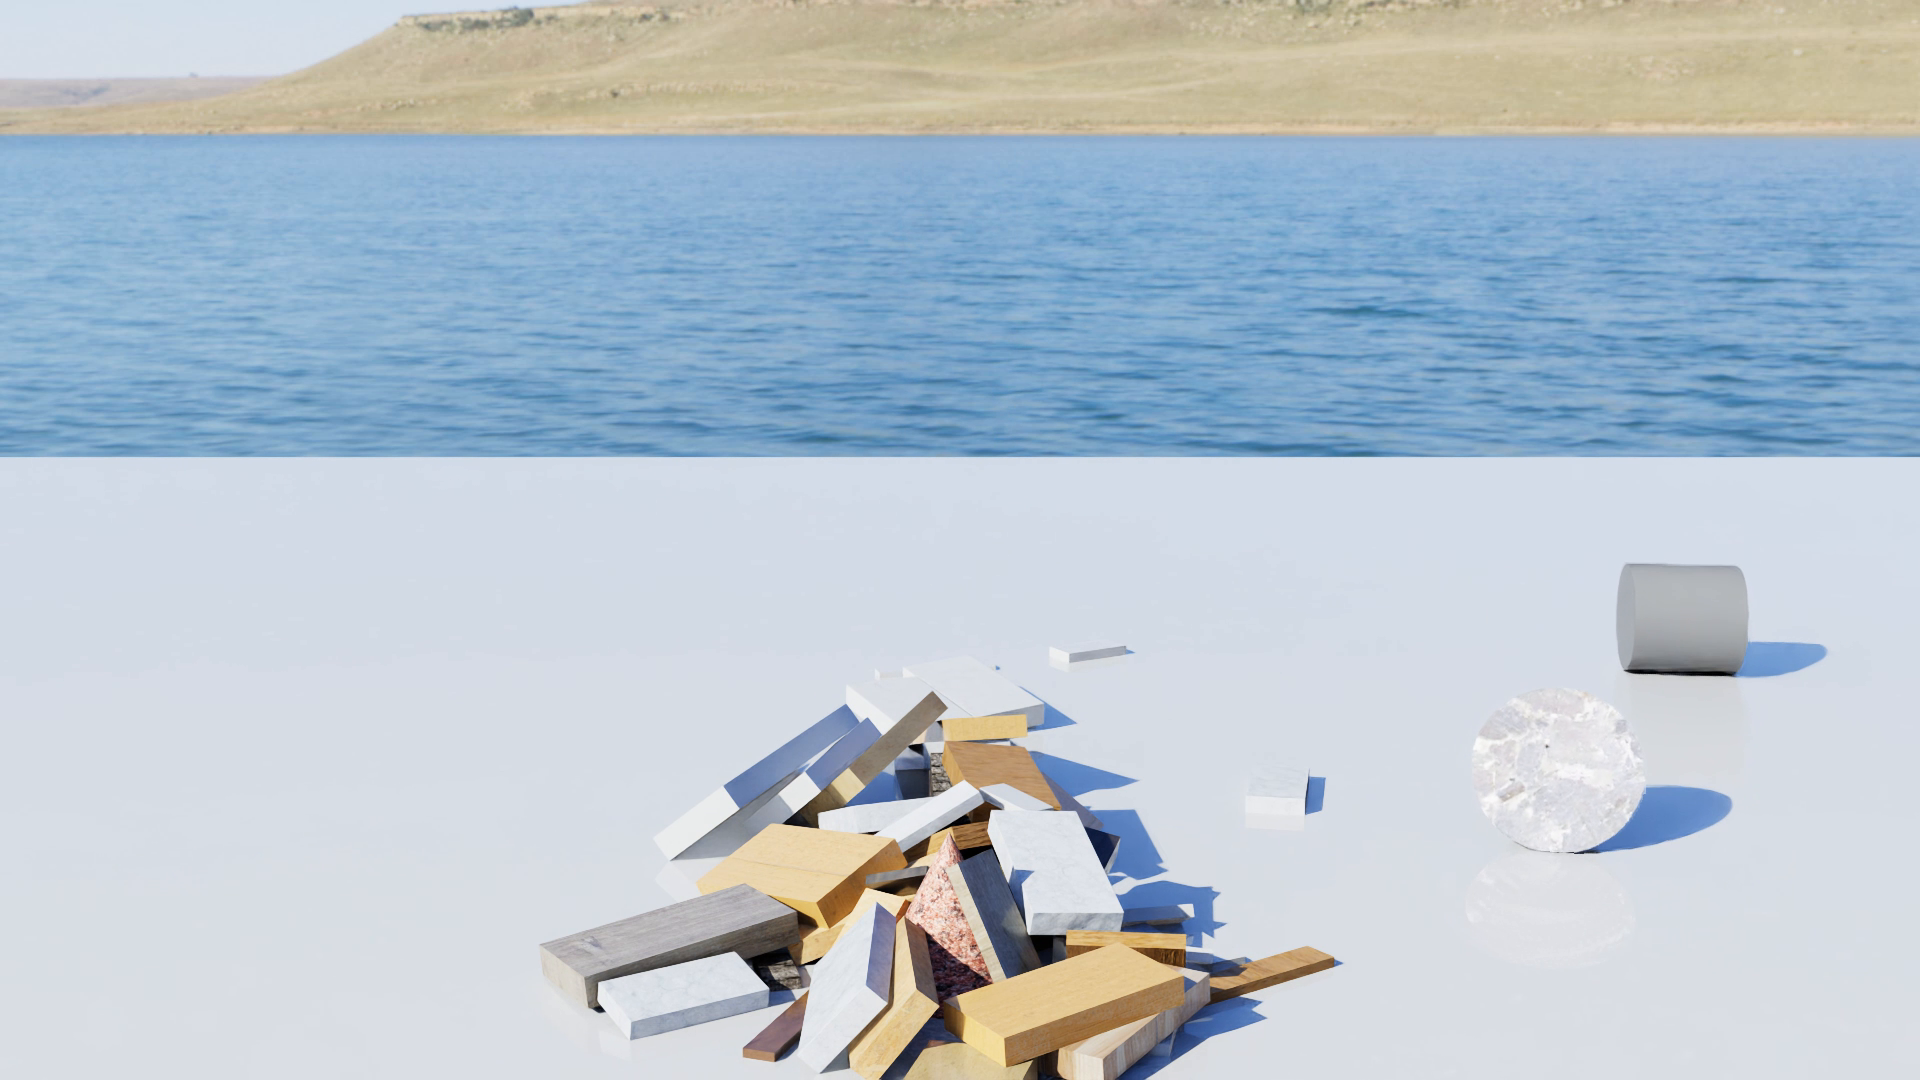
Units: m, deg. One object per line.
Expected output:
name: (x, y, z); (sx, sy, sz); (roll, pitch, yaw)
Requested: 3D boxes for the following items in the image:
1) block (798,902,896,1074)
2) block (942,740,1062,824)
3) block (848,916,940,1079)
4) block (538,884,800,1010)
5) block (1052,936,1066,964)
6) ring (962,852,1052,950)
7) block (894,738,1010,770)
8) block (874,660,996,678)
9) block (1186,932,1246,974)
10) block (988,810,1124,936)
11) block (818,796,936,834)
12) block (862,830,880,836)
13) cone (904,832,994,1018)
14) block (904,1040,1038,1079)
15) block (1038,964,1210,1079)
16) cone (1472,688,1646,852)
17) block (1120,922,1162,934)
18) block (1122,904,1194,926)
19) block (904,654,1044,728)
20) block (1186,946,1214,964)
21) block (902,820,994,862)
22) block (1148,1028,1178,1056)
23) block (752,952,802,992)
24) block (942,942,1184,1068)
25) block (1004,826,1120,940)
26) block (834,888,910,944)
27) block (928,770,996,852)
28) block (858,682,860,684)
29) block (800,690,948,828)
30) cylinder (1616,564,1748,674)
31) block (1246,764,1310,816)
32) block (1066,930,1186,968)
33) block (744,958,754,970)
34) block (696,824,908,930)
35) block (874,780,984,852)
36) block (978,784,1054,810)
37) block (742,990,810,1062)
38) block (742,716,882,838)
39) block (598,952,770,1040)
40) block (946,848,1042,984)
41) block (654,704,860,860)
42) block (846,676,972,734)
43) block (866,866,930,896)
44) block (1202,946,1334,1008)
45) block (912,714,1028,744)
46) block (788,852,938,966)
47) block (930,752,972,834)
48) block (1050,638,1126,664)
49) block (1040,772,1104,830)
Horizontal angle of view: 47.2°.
block: (-0.156, 0.623, 3.086); (0.040, 0.139, 0.279); (41, 11, -9)
block: (0.068, 0.419, 3.780); (0.147, 0.042, 0.293); (6, 13, -12)
block: (-0.098, 0.636, 3.059); (0.040, 0.140, 0.279); (38, 5, -10)
block: (-0.436, 0.607, 3.313); (0.347, 0.049, 0.173); (-12, 13, -31)
block: (0.189, 0.626, 3.342); (0.096, 0.048, 0.014); (0, 8, 0)
ring: (0.051, 0.574, 3.486); (0.300, 0.100, 0.300); (-1, 11, 0)
block: (-0.018, 0.413, 4.235); (0.165, 0.047, 0.330); (-2, -6, -12)
block: (-0.058, 0.304, 5.172); (0.282, 0.013, 0.045); (-3, 11, -15)
block: (0.380, 0.634, 3.384); (0.059, 0.017, 0.119); (-5, 12, -27)
block: (0.143, 0.504, 3.350); (0.139, 0.040, 0.279); (3, 25, -14)
block: (-0.135, 0.480, 3.799); (0.160, 0.045, 0.320); (-5, -8, -15)
block: (-0.138, 0.516, 3.772); (0.116, 0.033, 0.231); (-4, -8, -20)
cone: (-0.016, 0.545, 3.247); (0.242, 0.242, 0.242); (0, 11, 0)
block: (-0.020, 0.736, 2.765); (0.149, 0.042, 0.408); (3, 11, 14)
block: (0.211, 0.665, 3.058); (0.149, 0.042, 0.299); (5, 16, 34)
cone: (1.105, 0.451, 4.052); (0.299, 0.299, 0.299); (3, -16, 18)
block: (0.245, 0.627, 3.416); (0.143, 0.020, 0.072); (-5, 12, -27)
block: (0.292, 0.598, 3.488); (0.143, 0.020, 0.072); (-2, -17, -12)
block: (0.026, 0.335, 4.759); (0.165, 0.047, 0.330); (-9, 20, -27)
block: (0.303, 0.617, 3.297); (0.143, 0.020, 0.072); (7, -12, -1)
block: (-0.029, 0.514, 3.631); (0.133, 0.038, 0.266); (-4, -17, -37)
block: (0.271, 0.690, 3.086); (0.059, 0.017, 0.119); (2, 11, 11)
block: (-0.275, 0.650, 3.305); (0.055, 0.016, 0.110); (-3, 11, -14)
block: (0.144, 0.634, 3.019); (0.299, 0.042, 0.149); (-12, 15, -31)
block: (0.151, 0.520, 3.412); (0.133, 0.038, 0.266); (15, 24, 13)
block: (-0.141, 0.593, 3.287); (0.073, 0.021, 0.147); (8, 51, 33)
block: (0.002, 0.484, 3.882); (0.116, 0.033, 0.231); (0, 27, -1)
block: (-0.219, 0.341, 4.976); (0.045, 0.013, 0.091); (-1, 11, -5)
block: (-0.157, 0.405, 4.069); (0.160, 0.045, 0.320); (-43, -2, 36)
cylinder: (1.693, 0.184, 5.166); (0.251, 0.251, 0.251); (1, 11, 7)
block: (0.608, 0.475, 4.202); (0.109, 0.031, 0.219); (2, 11, 11)
block: (0.245, 0.611, 3.238); (0.174, 0.087, 0.025); (1, 49, 6)
block: (-0.386, 0.648, 3.299); (0.147, 0.021, 0.073); (-2, 11, -10)
block: (-0.257, 0.533, 3.510); (0.173, 0.049, 0.346); (-36, 20, -34)
block: (-0.149, 0.510, 3.547); (0.409, 0.021, 0.073); (-30, 18, -13)
block: (0.092, 0.431, 3.613); (0.059, 0.017, 0.117); (-4, 18, -44)
block: (-0.207, 0.671, 3.195); (0.048, 0.014, 0.400); (4, 11, 20)
block: (-0.270, 0.441, 4.085); (0.160, 0.045, 0.384); (-40, -1, 18)
block: (-0.398, 0.656, 3.171); (0.219, 0.031, 0.109); (-7, 24, -33)
block: (0.058, 0.569, 3.204); (0.025, 0.227, 0.087); (-28, -9, 36)
block: (-0.365, 0.440, 4.077); (0.173, 0.049, 0.585); (-37, -3, 21)
block: (-0.089, 0.374, 4.612); (0.165, 0.047, 0.369); (-5, 17, -26)
block: (-0.082, 0.516, 3.315); (0.110, 0.016, 0.055); (-14, -38, 30)
block: (0.411, 0.656, 3.268); (0.347, 0.017, 0.059); (-7, 13, -35)
block: (0.015, 0.367, 4.238); (0.147, 0.042, 0.333); (-2, -6, -14)
block: (-0.134, 0.566, 3.398); (0.266, 0.038, 0.133); (-22, 15, 5)
block: (0.010, 0.451, 3.876); (0.116, 0.033, 0.231); (-1, 27, -3)
block: (0.310, 0.269, 5.334); (0.167, 0.024, 0.084); (-6, 12, -30)
block: (0.149, 0.502, 3.805); (0.147, 0.042, 0.293); (40, 19, 6)
